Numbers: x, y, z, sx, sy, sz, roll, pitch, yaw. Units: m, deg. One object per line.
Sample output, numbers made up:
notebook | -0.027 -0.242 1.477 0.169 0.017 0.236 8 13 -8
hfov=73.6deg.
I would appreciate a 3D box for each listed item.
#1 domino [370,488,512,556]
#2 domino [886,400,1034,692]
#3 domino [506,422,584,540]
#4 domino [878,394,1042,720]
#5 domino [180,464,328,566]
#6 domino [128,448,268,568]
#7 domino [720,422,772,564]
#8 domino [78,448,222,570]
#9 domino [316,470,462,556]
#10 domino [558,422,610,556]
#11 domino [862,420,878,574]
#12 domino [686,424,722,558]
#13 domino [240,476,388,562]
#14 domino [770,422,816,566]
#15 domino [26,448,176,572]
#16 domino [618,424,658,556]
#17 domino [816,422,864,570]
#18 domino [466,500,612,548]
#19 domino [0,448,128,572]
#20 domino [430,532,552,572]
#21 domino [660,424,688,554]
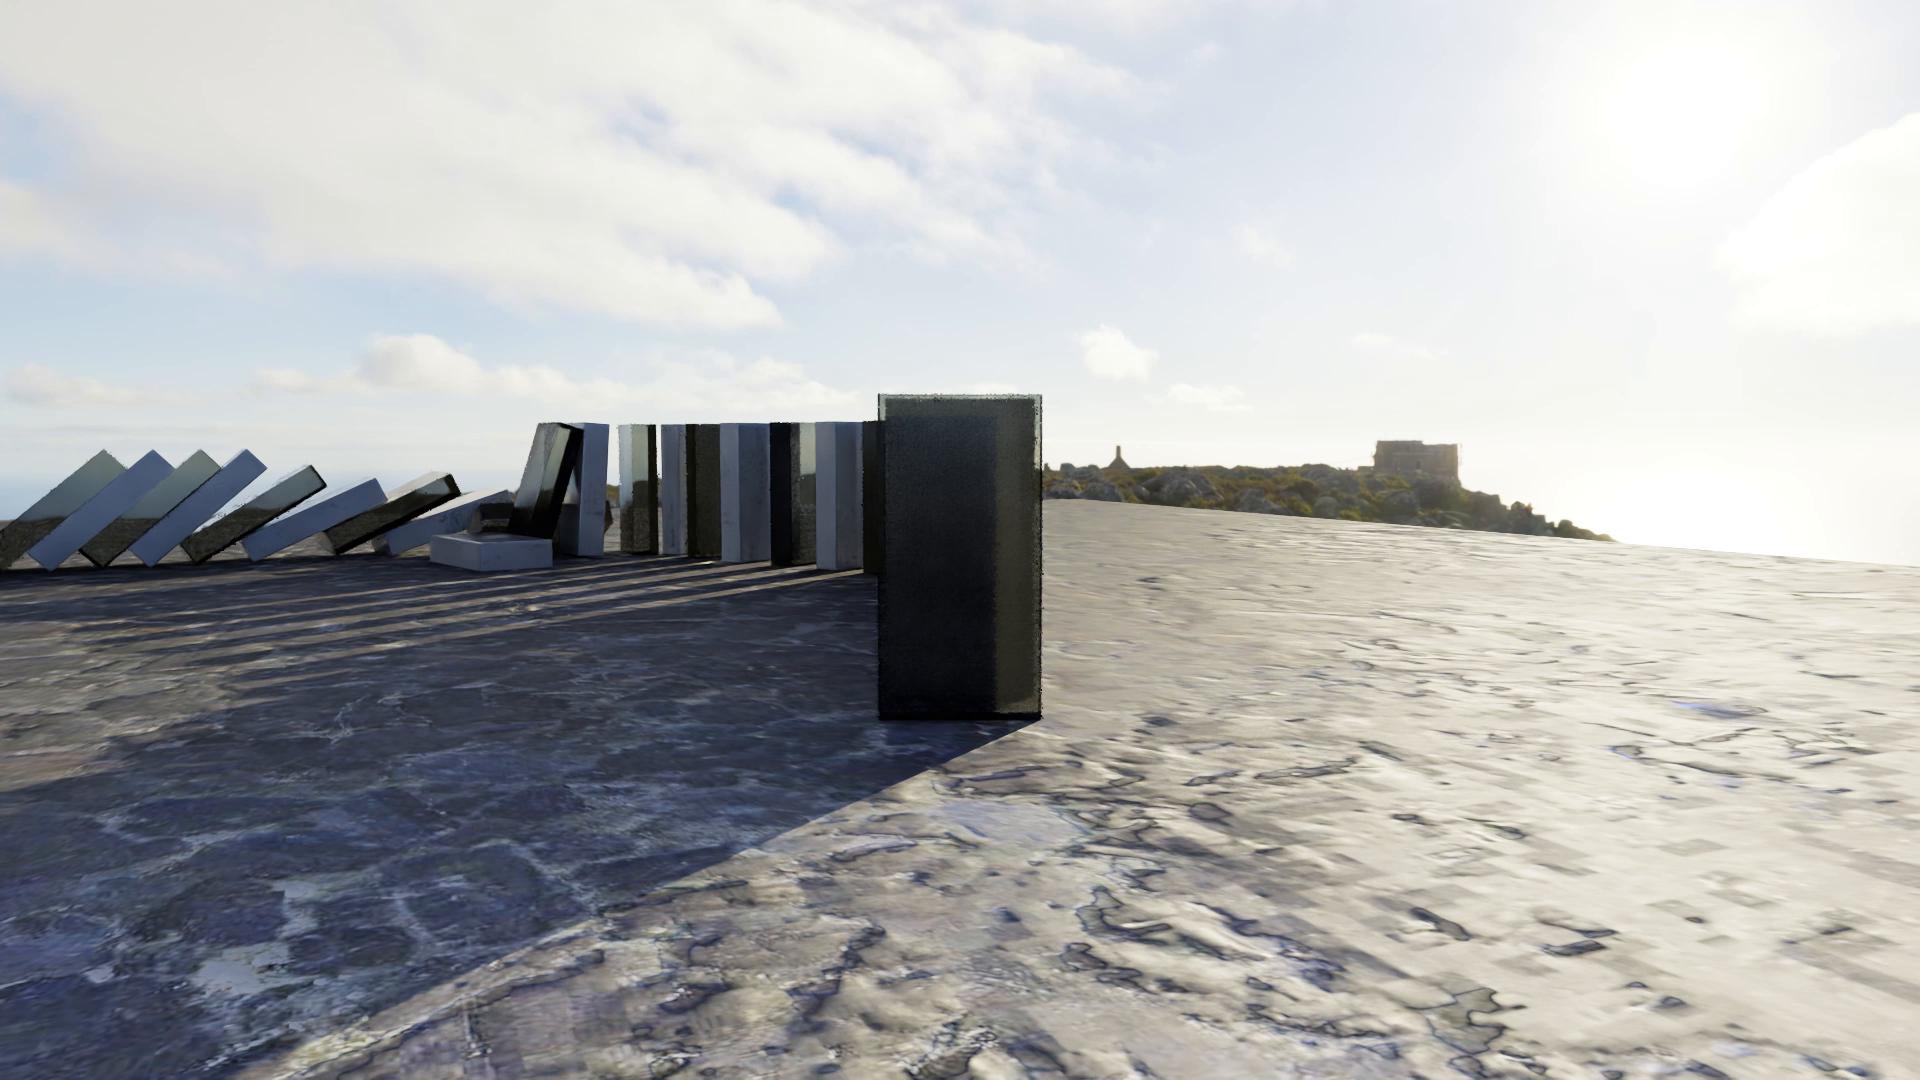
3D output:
domino | -0.206 -0.008 0.511 0.050 0.010 0.025 -26 19 -35
domino | 0.000 0.001 0.224 0.025 0.050 0.010 0 4 0
domino | -0.157 -0.019 0.483 0.010 0.050 0.025 19 -7 -35
domino | 0.000 0.002 0.201 0.025 0.050 0.010 0 4 0
domino | -0.257 -0.010 0.467 0.050 0.009 0.025 -39 23 -24
domino | -0.271 -0.012 0.457 0.050 0.009 0.025 -49 26 -20
domino | -0.075 -0.018 0.468 0.010 0.050 0.025 3 5 37
domino | -0.283 -0.012 0.449 0.050 0.010 0.025 -49 26 -20
domino | -0.221 -0.011 0.496 0.050 0.009 0.025 -33 23 -31
domino | -0.144 -0.020 0.492 0.009 0.050 0.025 2 2 -34
domino | -0.020 -0.014 0.427 0.025 0.050 0.010 -4 6 -43
domino | -0.090 -0.019 0.486 0.025 0.050 0.009 -3 5 -33
domino | -0.242 -0.008 0.480 0.050 0.010 0.025 -31 19 -27
domino | -0.055 -0.017 0.456 0.010 0.050 0.025 3 5 33
domino | -0.295 -0.011 0.442 0.050 0.010 0.025 -49 26 -20
domino | -0.126 -0.020 0.503 0.010 0.050 0.025 -2 5 -26
domino | -0.037 -0.016 0.442 0.010 0.050 0.025 4 6 40
domino | -0.167 -0.006 0.509 0.050 0.010 0.025 -3 -22 -34
domino | -0.307 -0.010 0.434 0.050 0.010 0.025 -49 26 -20
domino | -0.167 0.004 0.455 0.025 0.009 0.050 -4 6 -40
domino | -0.104 -0.020 0.503 0.009 0.050 0.025 3 5 34
